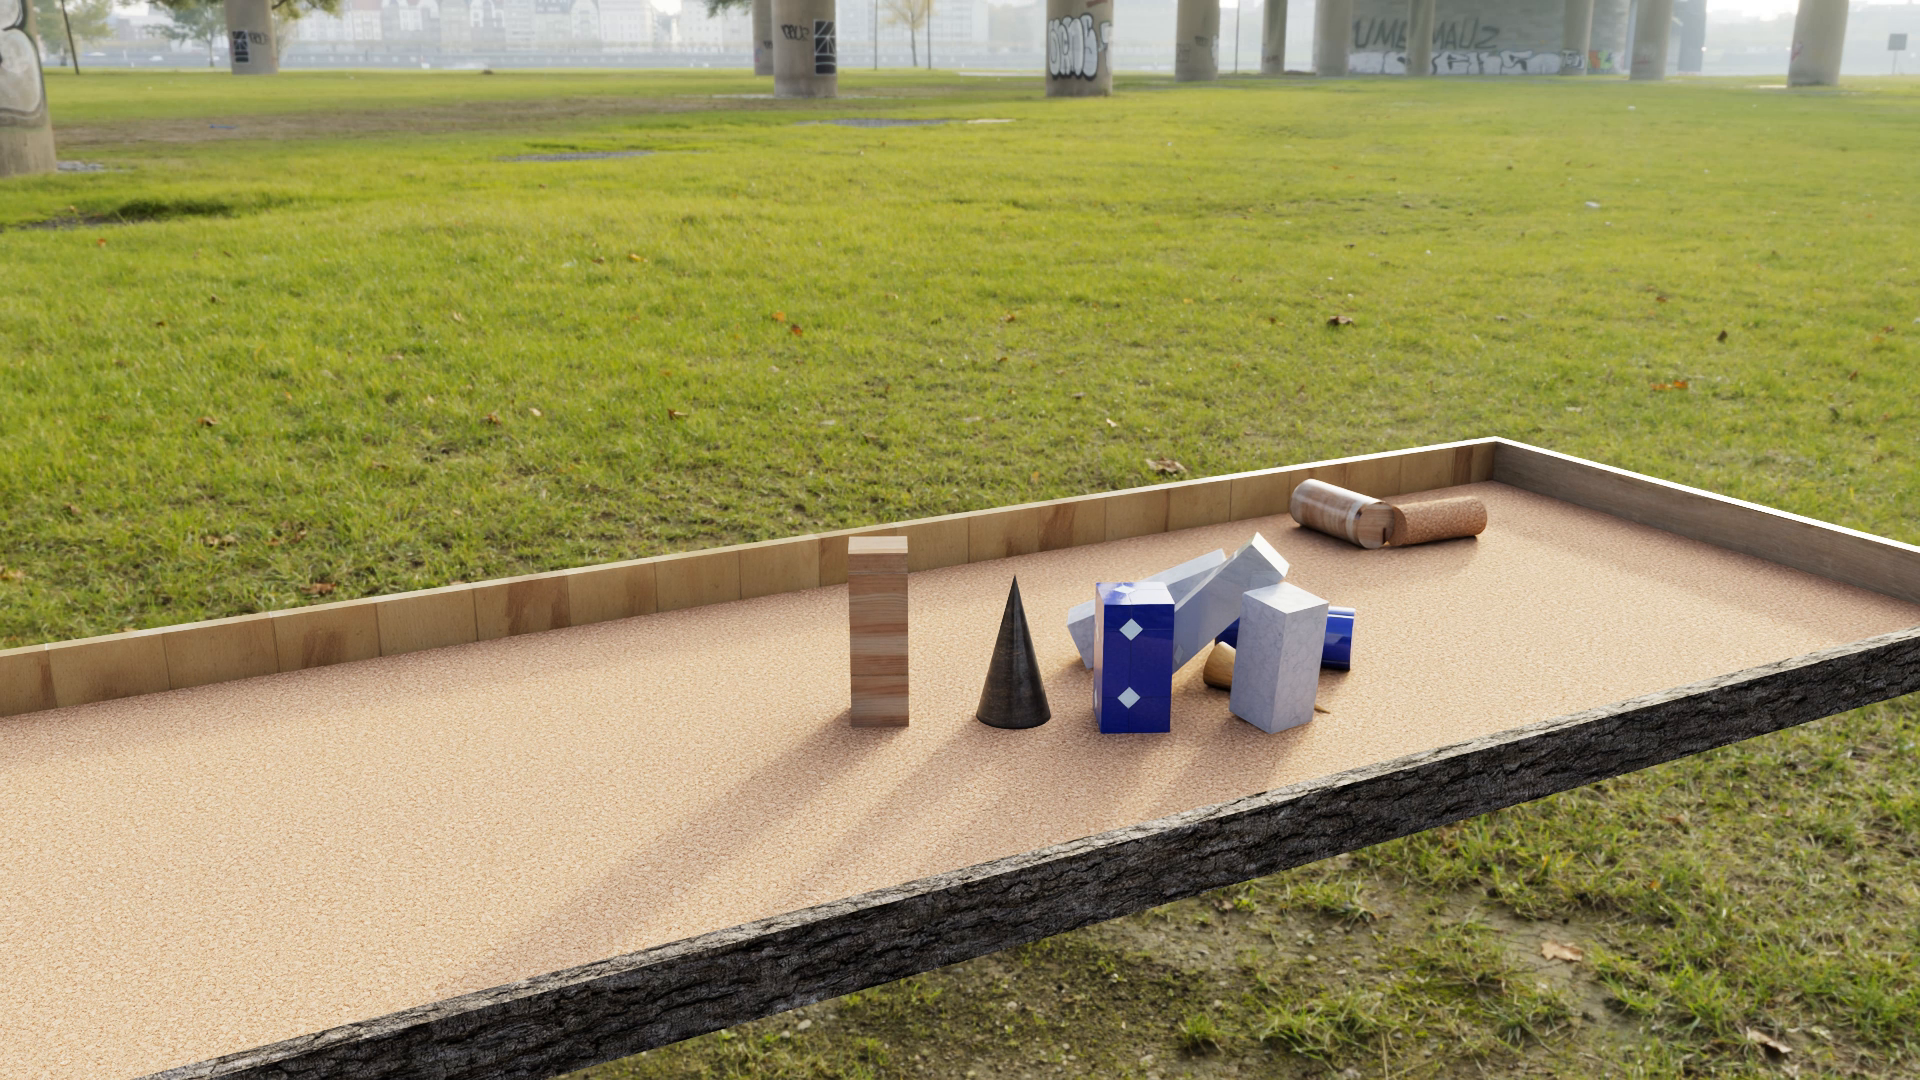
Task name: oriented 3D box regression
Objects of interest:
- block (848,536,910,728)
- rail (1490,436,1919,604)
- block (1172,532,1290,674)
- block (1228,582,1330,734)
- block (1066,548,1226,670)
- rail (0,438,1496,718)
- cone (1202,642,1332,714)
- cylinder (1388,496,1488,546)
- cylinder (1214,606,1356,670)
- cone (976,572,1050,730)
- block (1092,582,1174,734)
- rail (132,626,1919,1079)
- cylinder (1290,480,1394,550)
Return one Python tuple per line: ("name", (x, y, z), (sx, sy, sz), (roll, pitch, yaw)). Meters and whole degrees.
("block", (-0.189, 0.215, 3.869), (0.135, 0.425, 0.135), (-1, 16, -2))
("rail", (2.466, -0.048, 5.253), (0.050, 0.150, 2.100), (-9, 18, -27))
("block", (0.590, 0.181, 4.013), (0.110, 0.454, 0.110), (46, 22, 1))
("block", (0.744, 0.275, 3.859), (0.140, 0.305, 0.140), (-11, 25, -33))
("block", (0.498, 0.176, 4.226), (0.427, 0.130, 0.130), (-23, 13, 12))
("rail", (-3.305, 0.497, 3.399), (12.000, 0.150, 0.050), (-9, 18, -27))
("cone", (0.764, 0.361, 4.025), (0.327, 0.114, 0.114), (23, 26, 32))
("cylinder", (1.536, -0.062, 5.338), (0.320, 0.129, 0.129), (-7, 18, -23))
("cylinder", (0.841, 0.238, 4.264), (0.342, 0.158, 0.158), (5, 17, 16))
("cone", (0.128, 0.246, 3.885), (0.179, 0.356, 0.179), (0, 16, 0))
("block", (0.404, 0.274, 3.862), (0.161, 0.316, 0.161), (-1, 16, -2))
("rail", (-2.336, 1.006, 1.665), (12.000, 0.150, 0.050), (-9, 18, -27))
("cylinder", (1.242, -0.087, 5.371), (0.157, 0.157, 0.326), (-9, 19, -28))
